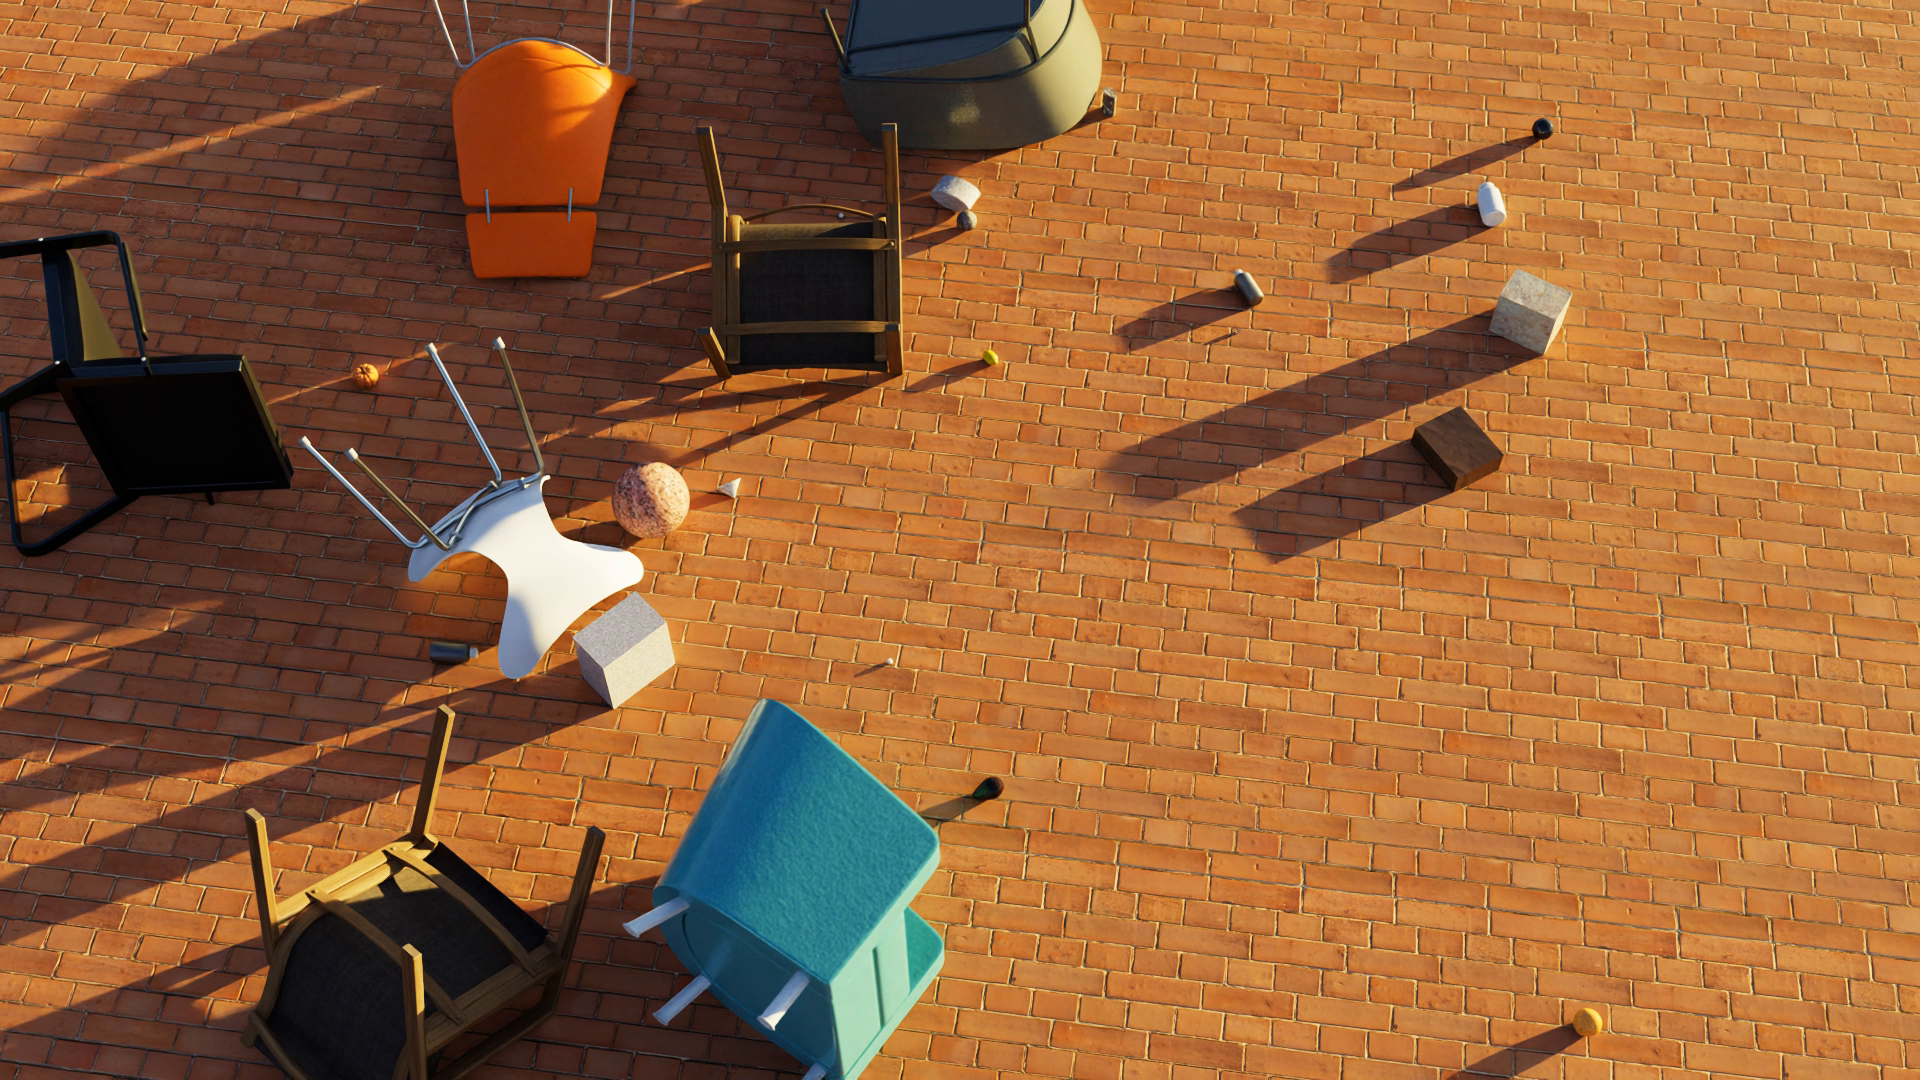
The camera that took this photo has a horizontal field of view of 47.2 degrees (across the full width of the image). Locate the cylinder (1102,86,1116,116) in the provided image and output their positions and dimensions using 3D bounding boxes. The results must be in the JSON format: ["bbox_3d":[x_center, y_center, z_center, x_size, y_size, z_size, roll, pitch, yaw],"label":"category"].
[{"bbox_3d":[0.511,-1.500,7.525,0.034,0.092,0.060,-30,61,-18],"label":"cylinder"}]

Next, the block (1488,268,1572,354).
[{"bbox_3d":[1.803,-0.722,6.953,0.191,0.174,0.130,27,60,17],"label":"block"}]

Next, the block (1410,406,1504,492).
[{"bbox_3d":[1.517,-0.278,6.714,0.173,0.078,0.216,-26,60,-16],"label":"block"}]

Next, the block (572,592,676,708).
[{"bbox_3d":[-0.950,0.313,6.228,0.223,0.226,0.141,-38,64,-22],"label":"block"}]

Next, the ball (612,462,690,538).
[{"bbox_3d":[-0.917,-0.119,6.515,0.230,0.230,0.230,0,56,0],"label":"ball"}]

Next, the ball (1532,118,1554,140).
[{"bbox_3d":[1.979,-1.395,7.465,0.075,0.075,0.075,0,56,0],"label":"ball"}]

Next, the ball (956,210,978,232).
[{"bbox_3d":[0.022,-1.051,7.238,0.067,0.067,0.067,0,56,0],"label":"ball"}]
